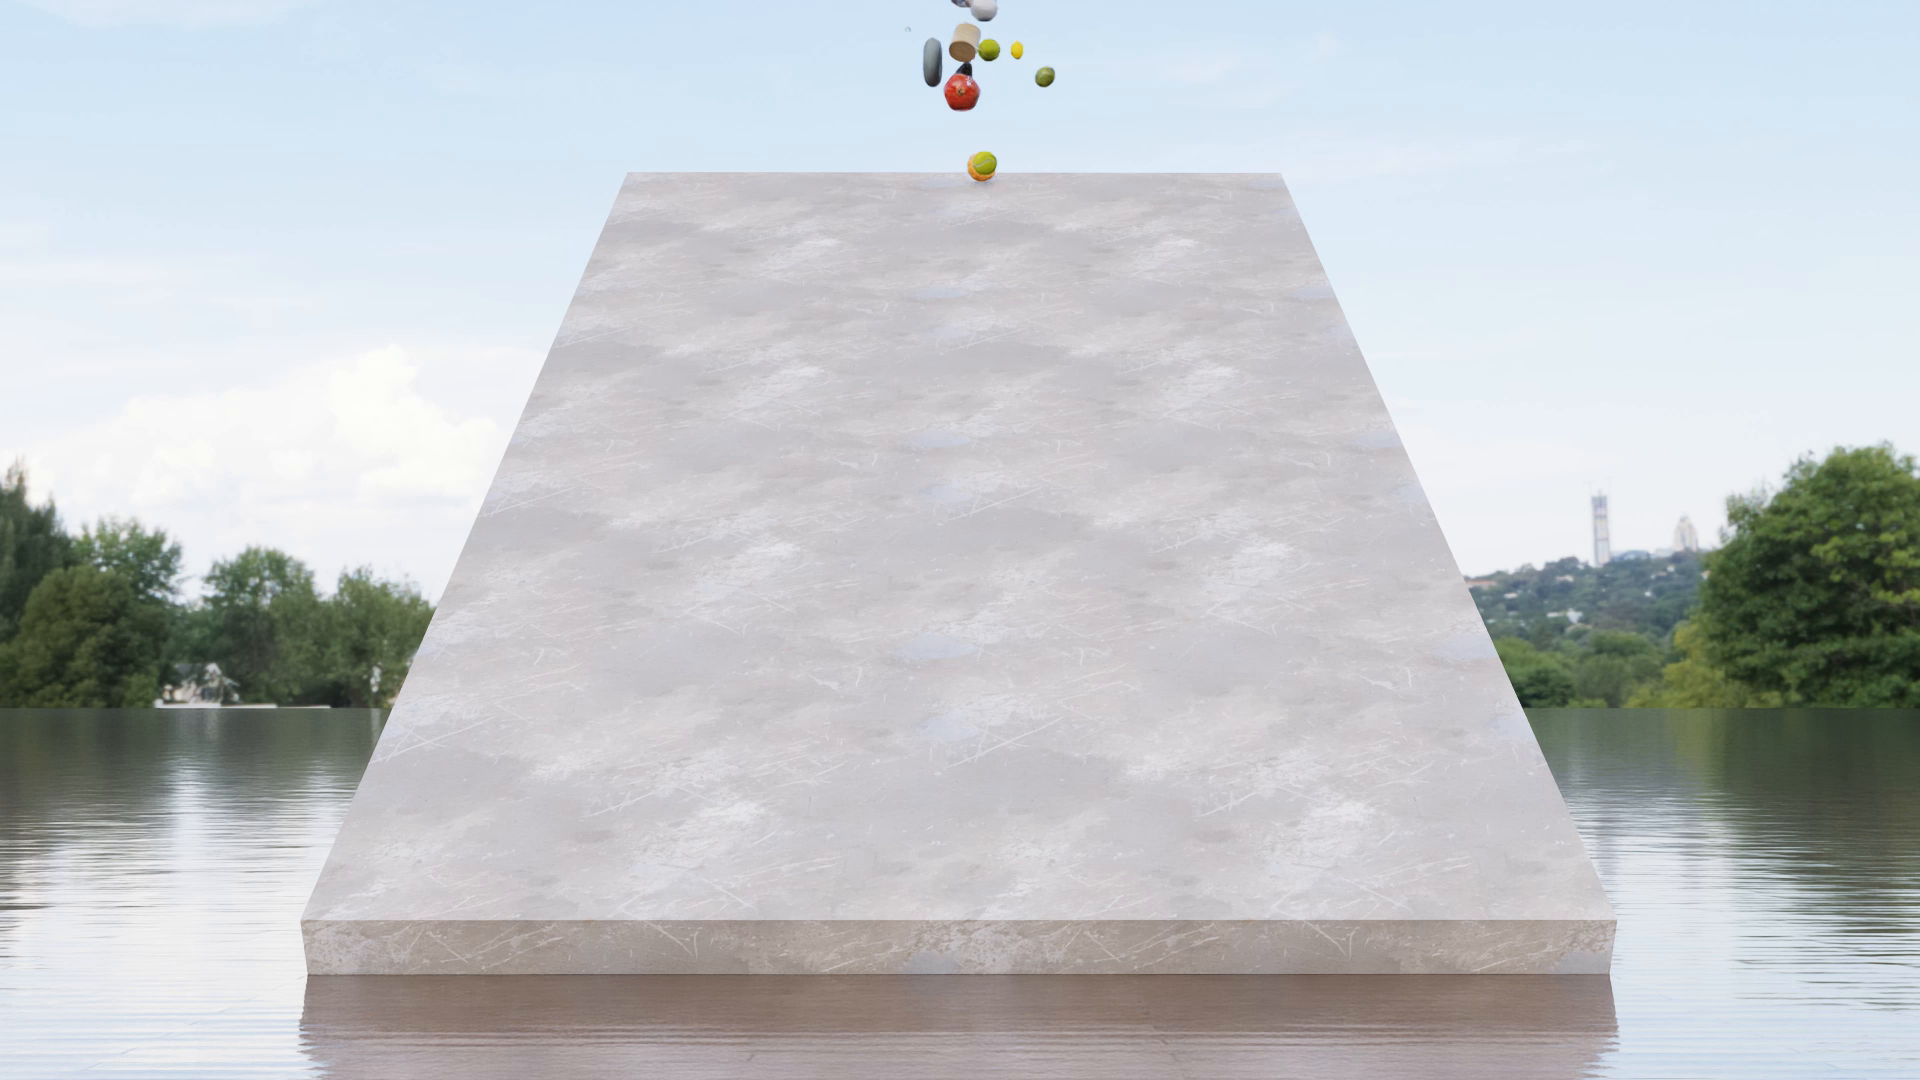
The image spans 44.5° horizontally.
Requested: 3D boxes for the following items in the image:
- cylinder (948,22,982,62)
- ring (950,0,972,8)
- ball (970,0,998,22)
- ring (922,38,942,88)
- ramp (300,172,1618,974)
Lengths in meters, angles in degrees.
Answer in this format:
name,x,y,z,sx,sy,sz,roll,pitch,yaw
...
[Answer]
name,x,y,z,sx,sy,sz,roll,pitch,yaw
cylinder,0.015,-1.497,7.056,0.084,0.084,0.084,9,-37,7
ring,0.003,-1.600,6.932,0.077,0.026,0.077,22,-15,6
ball,0.073,-1.621,7.139,0.087,0.087,0.087,0,-4,0
ring,-0.083,-1.464,7.191,0.050,0.149,0.149,1,-4,6
ramp,-0.009,-0.229,5.389,2.000,0.100,4.000,0,25,0
